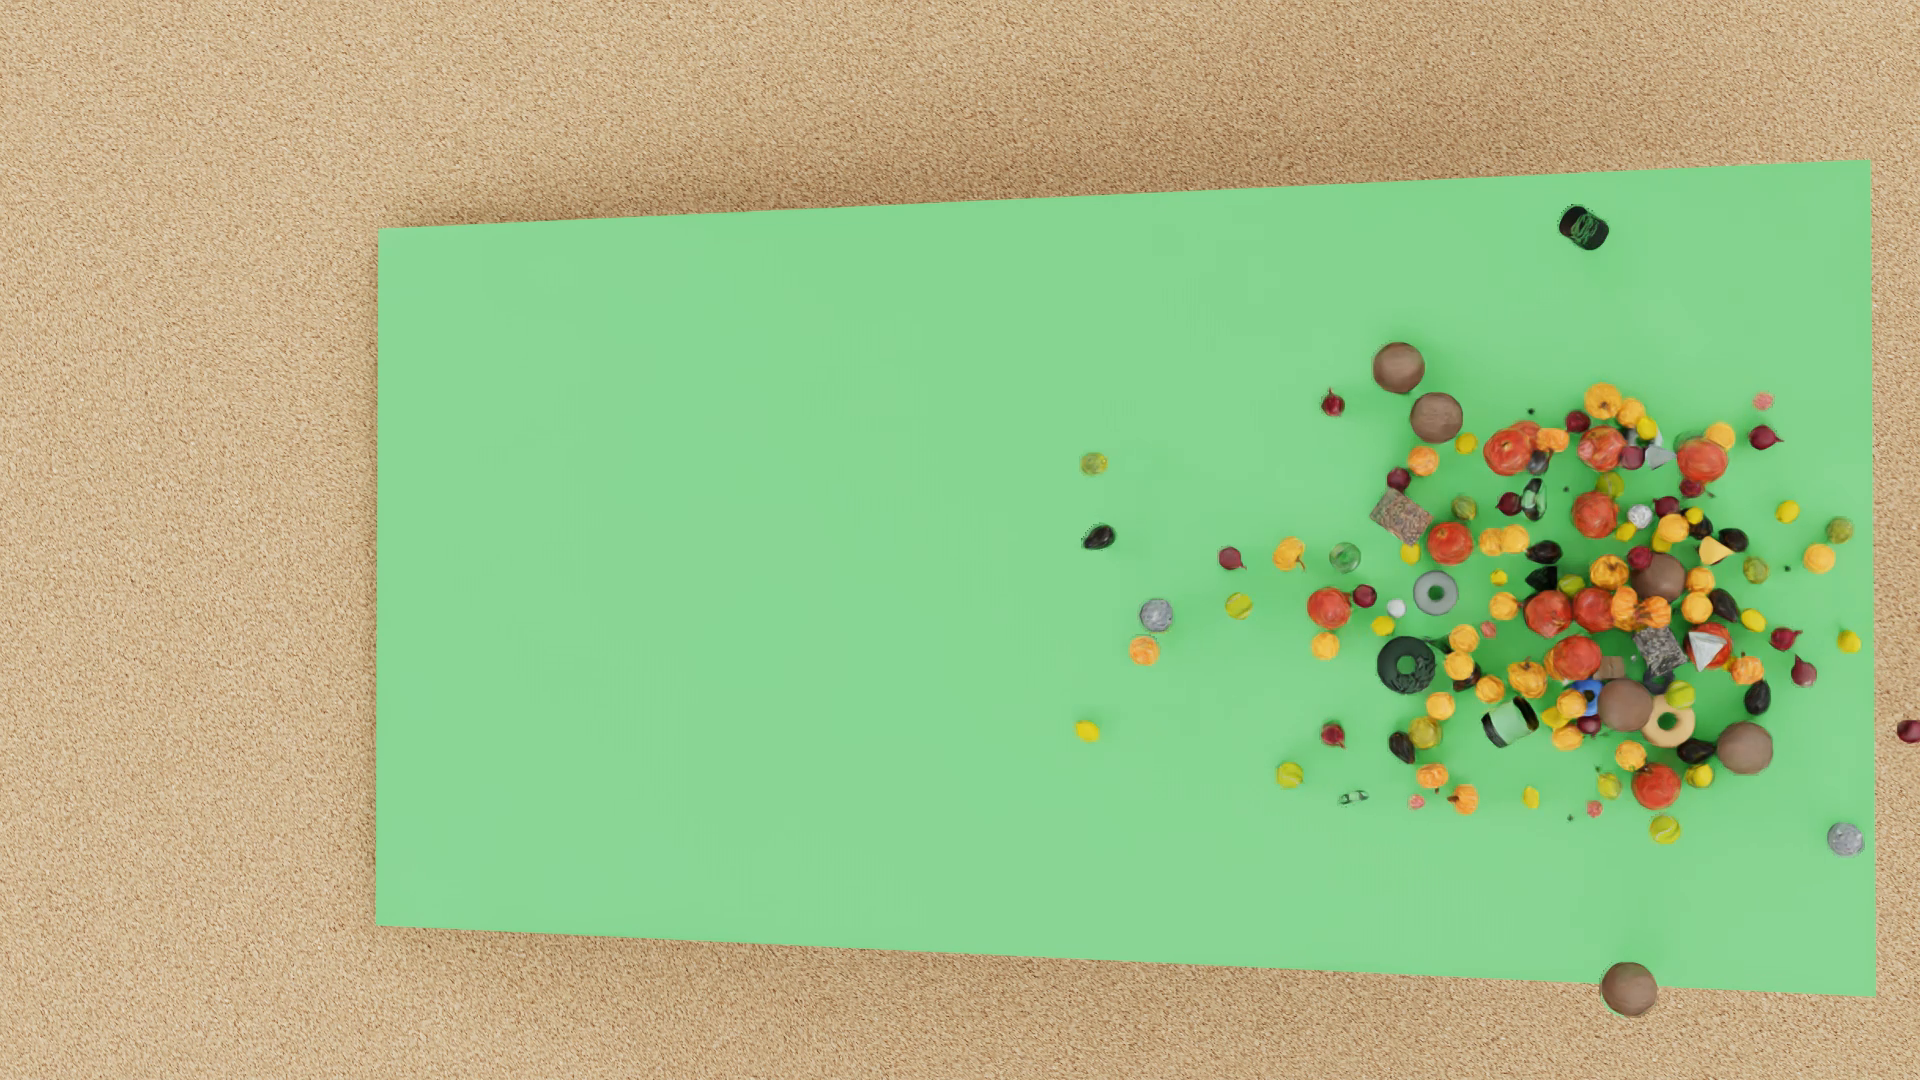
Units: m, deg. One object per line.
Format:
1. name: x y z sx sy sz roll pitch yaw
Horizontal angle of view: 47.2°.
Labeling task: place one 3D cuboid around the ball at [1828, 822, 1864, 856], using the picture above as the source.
1. ball: 2.103 0.710 5.222 0.081 0.081 0.081 0 89 0

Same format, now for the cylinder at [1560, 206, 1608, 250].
1. cylinder: 1.526 -0.762 5.378 0.083 0.083 0.083 24 89 -31

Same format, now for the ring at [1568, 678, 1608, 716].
1. ring: 1.531 0.381 5.363 0.097 0.032 0.097 -7 69 19

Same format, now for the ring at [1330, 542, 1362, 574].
1. ring: 0.976 0.045 5.570 0.080 0.027 0.080 -2 85 19

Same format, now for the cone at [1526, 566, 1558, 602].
1. cone: 1.453 0.121 5.433 0.083 0.083 0.083 -30 109 0

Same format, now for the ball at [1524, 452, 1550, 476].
1. ball: 1.404 -0.186 5.350 0.060 0.060 0.060 0 89 0

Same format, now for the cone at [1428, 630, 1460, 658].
1. cone: 1.203 0.258 5.502 0.072 0.072 0.072 3 89 42

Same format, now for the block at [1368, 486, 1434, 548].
1. block: 1.099 -0.057 5.481 0.094 0.094 0.094 32 97 -32

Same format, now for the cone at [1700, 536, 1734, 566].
1. cone: 1.817 0.028 5.249 0.070 0.070 0.070 4 89 -12

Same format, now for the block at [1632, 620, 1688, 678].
1. block: 1.694 0.263 5.321 0.088 0.088 0.088 -29 56 16

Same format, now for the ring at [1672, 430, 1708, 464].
1. ring: 1.778 -0.226 5.353 0.083 0.028 0.083 -1 85 16

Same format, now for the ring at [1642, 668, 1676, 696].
1. ring: 1.706 0.342 5.366 0.077 0.026 0.077 -1 86 16

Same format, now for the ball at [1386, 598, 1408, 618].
1. ball: 1.097 0.172 5.523 0.051 0.051 0.051 0 89 0

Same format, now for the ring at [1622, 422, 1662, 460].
1. ring: 1.670 -0.243 5.382 0.094 0.031 0.094 -1 88 15

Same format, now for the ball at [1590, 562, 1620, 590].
1. ball: 1.578 0.089 5.382 0.070 0.070 0.070 0 89 0

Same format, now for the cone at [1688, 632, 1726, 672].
1. cone: 1.766 0.275 5.223 0.090 0.090 0.090 8 105 0

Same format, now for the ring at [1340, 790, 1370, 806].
1. ring: 0.990 0.646 5.521 0.078 0.078 0.026 -15 78 0

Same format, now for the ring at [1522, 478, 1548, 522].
1. ring: 1.399 -0.098 5.352 0.036 0.108 0.108 5 89 35

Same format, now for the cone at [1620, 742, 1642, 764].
1. cone: 1.635 0.521 5.384 0.053 0.053 0.053 0 89 42

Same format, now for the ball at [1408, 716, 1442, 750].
1. ball: 1.161 0.481 5.484 0.084 0.084 0.084 0 89 0

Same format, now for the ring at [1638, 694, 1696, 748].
1. ring: 1.711 0.438 5.322 0.134 0.045 0.134 2 100 9

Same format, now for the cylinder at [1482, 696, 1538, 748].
1. cylinder: 1.343 0.445 5.370 0.096 0.096 0.096 -37 89 36

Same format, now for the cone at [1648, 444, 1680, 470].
1. cone: 1.696 -0.202 5.285 0.067 0.067 0.067 -4 89 33

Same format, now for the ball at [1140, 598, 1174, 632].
1. ball: 0.507 0.194 5.666 0.088 0.088 0.088 0 89 0

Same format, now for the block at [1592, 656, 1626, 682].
1. block: 1.570 0.311 5.325 0.054 0.054 0.054 5 78 -42

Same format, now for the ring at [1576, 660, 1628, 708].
1. ring: 1.574 0.352 5.394 0.123 0.041 0.123 0 89 17

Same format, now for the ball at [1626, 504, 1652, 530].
1. ball: 1.658 -0.057 5.366 0.063 0.063 0.063 0 89 0

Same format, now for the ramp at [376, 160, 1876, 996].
1. ramp: 0.267 0.097 5.832 4.000 0.100 2.000 0 89 15

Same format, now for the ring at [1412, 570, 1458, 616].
1. ring: 1.191 0.132 5.505 0.114 0.038 0.114 0 90 19

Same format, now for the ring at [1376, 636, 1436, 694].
1. ring: 1.120 0.314 5.516 0.147 0.049 0.147 -1 88 16
